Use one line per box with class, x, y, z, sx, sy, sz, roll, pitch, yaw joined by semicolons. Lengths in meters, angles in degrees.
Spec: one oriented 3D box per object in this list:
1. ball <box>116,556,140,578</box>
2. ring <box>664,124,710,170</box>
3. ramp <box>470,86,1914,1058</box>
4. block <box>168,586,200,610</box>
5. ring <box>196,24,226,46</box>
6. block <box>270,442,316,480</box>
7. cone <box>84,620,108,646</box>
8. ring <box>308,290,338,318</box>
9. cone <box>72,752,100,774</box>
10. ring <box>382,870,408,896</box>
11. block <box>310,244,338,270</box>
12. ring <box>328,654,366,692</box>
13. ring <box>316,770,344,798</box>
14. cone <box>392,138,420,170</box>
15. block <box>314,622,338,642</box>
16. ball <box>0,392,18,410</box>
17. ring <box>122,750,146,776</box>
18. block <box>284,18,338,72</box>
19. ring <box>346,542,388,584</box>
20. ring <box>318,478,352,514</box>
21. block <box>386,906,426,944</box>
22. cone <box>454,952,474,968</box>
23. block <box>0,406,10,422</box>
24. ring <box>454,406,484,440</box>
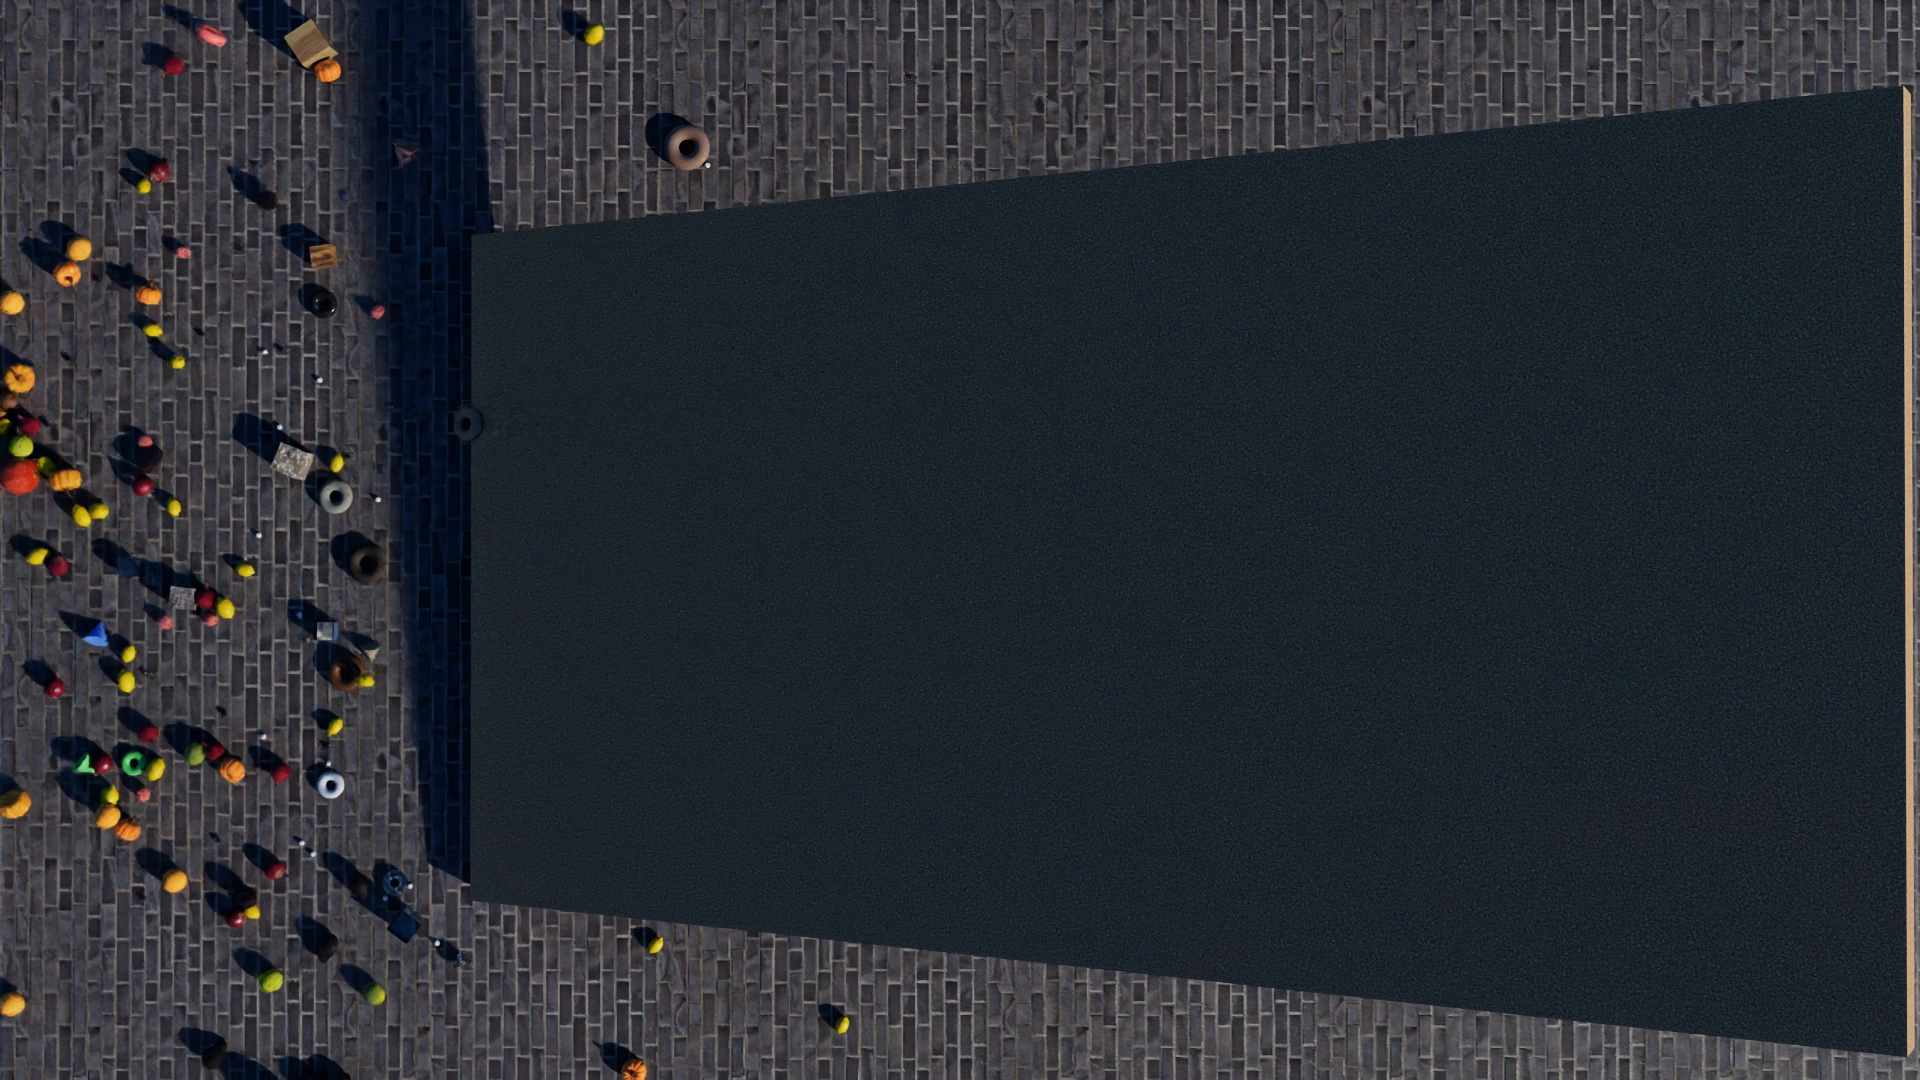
ball;-2.521;0.084;6.660;0.067;0.067;0.067;0;89;0
ring;-0.831;-1.194;6.682;0.141;0.047;0.141;0;90;1
ramp;0.264;0.073;5.610;4.000;0.100;2.000;0;89;31
block;-2.349;0.175;6.659;0.067;0.067;0.067;7;89;0
ring;-2.270;-1.531;6.666;0.093;0.093;0.031;33;105;0
block;-2.019;-0.239;6.654;0.086;0.086;0.086;23;90;0
cone;-2.615;0.275;6.676;0.071;0.071;0.071;3;63;0
ring;-1.936;-0.716;6.687;0.087;0.029;0.087;0;88;0
cone;-2.639;0.690;6.672;0.070;0.070;0.070;-48;116;0
ring;-1.714;1.040;6.672;0.078;0.026;0.078;0;89;-1
block;-1.930;-0.859;6.671;0.062;0.062;0.062;-8;89;0
ring;-1.862;0.402;6.672;0.115;0.038;0.115;0;90;1
ring;-1.910;0.743;6.674;0.084;0.028;0.084;0;89;-1
cone;-1.692;-1.162;6.685;0.087;0.087;0.087;22;118;0
block;-1.922;0.276;6.663;0.056;0.056;0.056;3;89;0
ball;-2.886;-0.422;6.669;0.055;0.055;0.055;0;89;0
ring;-2.508;0.677;6.675;0.077;0.026;0.077;0;88;-1
block;-1.964;-1.498;6.658;0.099;0.099;0.099;-34;90;0
ring;-1.800;0.070;6.673;0.125;0.042;0.125;0;88;0
ring;-1.897;-0.133;6.678;0.106;0.035;0.106;0;89;1
block;-1.671;1.162;6.646;0.075;0.075;0.075;37;90;0
cone;-1.500;1.281;6.671;0.052;0.052;0.052;29;89;-26
block;-2.948;-0.391;6.658;0.080;0.080;0.080;-42;90;0
ring;-1.474;-0.350;6.594;0.107;0.036;0.107;0;90;33
